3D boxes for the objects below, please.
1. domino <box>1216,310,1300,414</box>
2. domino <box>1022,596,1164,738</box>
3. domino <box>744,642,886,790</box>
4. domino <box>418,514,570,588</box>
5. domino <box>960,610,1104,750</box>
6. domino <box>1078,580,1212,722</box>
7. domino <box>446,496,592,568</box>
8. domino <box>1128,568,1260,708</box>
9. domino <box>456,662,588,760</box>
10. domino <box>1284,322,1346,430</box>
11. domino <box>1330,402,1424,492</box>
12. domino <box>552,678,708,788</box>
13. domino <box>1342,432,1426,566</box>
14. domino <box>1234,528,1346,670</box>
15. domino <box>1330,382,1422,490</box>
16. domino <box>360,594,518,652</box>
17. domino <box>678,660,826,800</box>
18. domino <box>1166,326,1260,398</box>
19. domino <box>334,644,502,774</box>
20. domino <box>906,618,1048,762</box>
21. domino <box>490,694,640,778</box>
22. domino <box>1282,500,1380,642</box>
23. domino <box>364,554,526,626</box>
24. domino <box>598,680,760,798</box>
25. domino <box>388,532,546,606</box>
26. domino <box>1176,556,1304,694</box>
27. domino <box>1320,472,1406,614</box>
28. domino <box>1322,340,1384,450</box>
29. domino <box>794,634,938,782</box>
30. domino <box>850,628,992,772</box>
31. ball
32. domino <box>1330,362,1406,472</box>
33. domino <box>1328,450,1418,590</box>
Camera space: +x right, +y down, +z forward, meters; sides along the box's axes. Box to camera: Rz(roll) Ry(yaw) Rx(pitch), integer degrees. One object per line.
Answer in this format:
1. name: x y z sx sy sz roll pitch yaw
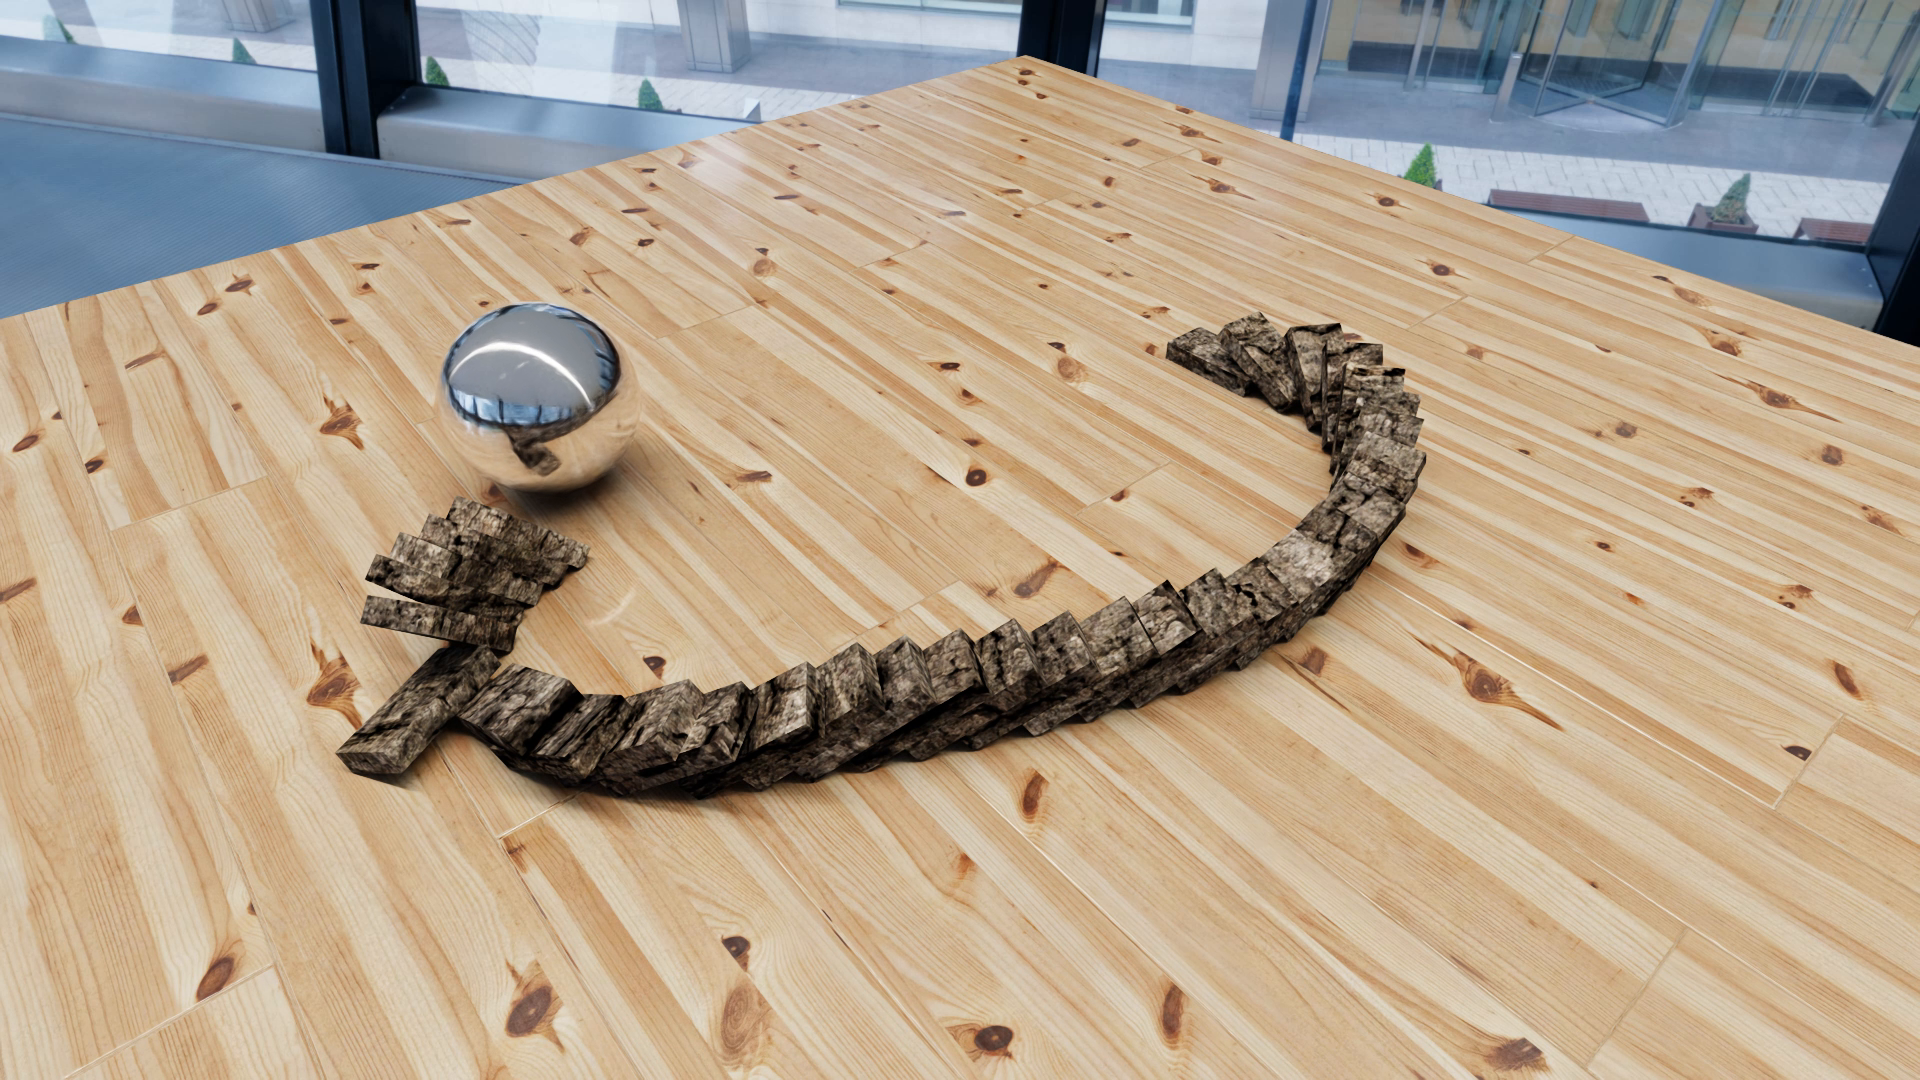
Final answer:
1. domino: 0.150 -0.087 0.534 0.025 0.009 0.050 -25 70 -28
2. domino: 0.041 0.043 0.372 0.050 0.009 0.025 -32 43 9
3. domino: -0.049 0.057 0.353 0.050 0.009 0.025 -33 40 13
4. domino: -0.173 0.004 0.410 0.025 0.050 0.010 18 82 20
5. domino: 0.020 0.047 0.367 0.050 0.009 0.025 -31 40 10
6. domino: 0.058 0.038 0.377 0.050 0.010 0.025 -35 44 7
7. domino: -0.167 -0.002 0.419 0.025 0.050 0.010 18 82 20
8. domino: 0.075 0.034 0.382 0.050 0.010 0.025 -35 44 7
9. domino: -0.143 0.054 0.356 0.050 0.010 0.025 2 41 49
10. domino: 0.172 -0.077 0.519 0.025 0.009 0.050 -6 70 -7
11. domino: 0.173 -0.031 0.460 0.025 0.009 0.050 20 76 19
12. domino: -0.105 0.061 0.348 0.050 0.010 0.025 -18 33 30
13. domino: 0.165 -0.017 0.445 0.025 0.010 0.050 27 78 29
14. domino: 0.112 0.021 0.399 0.050 0.010 0.025 -40 47 -1
15. domino: 0.179 -0.041 0.473 0.025 0.009 0.050 17 75 17
16. domino: -0.178 0.029 0.380 0.025 0.050 0.009 8 79 9
17. domino: -0.066 0.060 0.348 0.050 0.009 0.025 -28 40 18
18. domino: 0.131 -0.090 0.553 0.025 0.009 0.050 -28 47 -30
19. domino: -0.180 0.056 0.368 0.025 0.009 0.050 -7 34 28
20. domino: 0.002 0.049 0.364 0.050 0.009 0.025 -32 40 10
21. domino: -0.126 0.061 0.348 0.050 0.010 0.025 -6 36 43
22. domino: 0.129 0.011 0.410 0.050 0.010 0.025 -46 52 -4
23. domino: -0.182 0.019 0.393 0.025 0.050 0.009 17 82 20
24. domino: -0.089 0.063 0.347 0.050 0.010 0.025 -21 32 26
25. domino: -0.179 0.011 0.402 0.025 0.050 0.010 17 82 20
26. domino: 0.092 0.030 0.389 0.050 0.009 0.025 -34 44 3
27. domino: 0.145 0.001 0.422 0.025 0.010 0.050 38 83 32
28. domino: 0.179 -0.066 0.503 0.025 0.010 0.050 4 73 4
29. domino: -0.033 0.055 0.356 0.050 0.010 0.025 -34 40 12
30. domino: -0.015 0.052 0.360 0.050 0.009 0.025 -32 40 10
31. ball: -0.175 -0.059 0.460 0.080 0.080 0.080 0 39 0
32. domino: 0.181 -0.053 0.488 0.025 0.010 0.050 10 74 11
33. domino: 0.155 -0.008 0.433 0.025 0.010 0.050 31 80 30
